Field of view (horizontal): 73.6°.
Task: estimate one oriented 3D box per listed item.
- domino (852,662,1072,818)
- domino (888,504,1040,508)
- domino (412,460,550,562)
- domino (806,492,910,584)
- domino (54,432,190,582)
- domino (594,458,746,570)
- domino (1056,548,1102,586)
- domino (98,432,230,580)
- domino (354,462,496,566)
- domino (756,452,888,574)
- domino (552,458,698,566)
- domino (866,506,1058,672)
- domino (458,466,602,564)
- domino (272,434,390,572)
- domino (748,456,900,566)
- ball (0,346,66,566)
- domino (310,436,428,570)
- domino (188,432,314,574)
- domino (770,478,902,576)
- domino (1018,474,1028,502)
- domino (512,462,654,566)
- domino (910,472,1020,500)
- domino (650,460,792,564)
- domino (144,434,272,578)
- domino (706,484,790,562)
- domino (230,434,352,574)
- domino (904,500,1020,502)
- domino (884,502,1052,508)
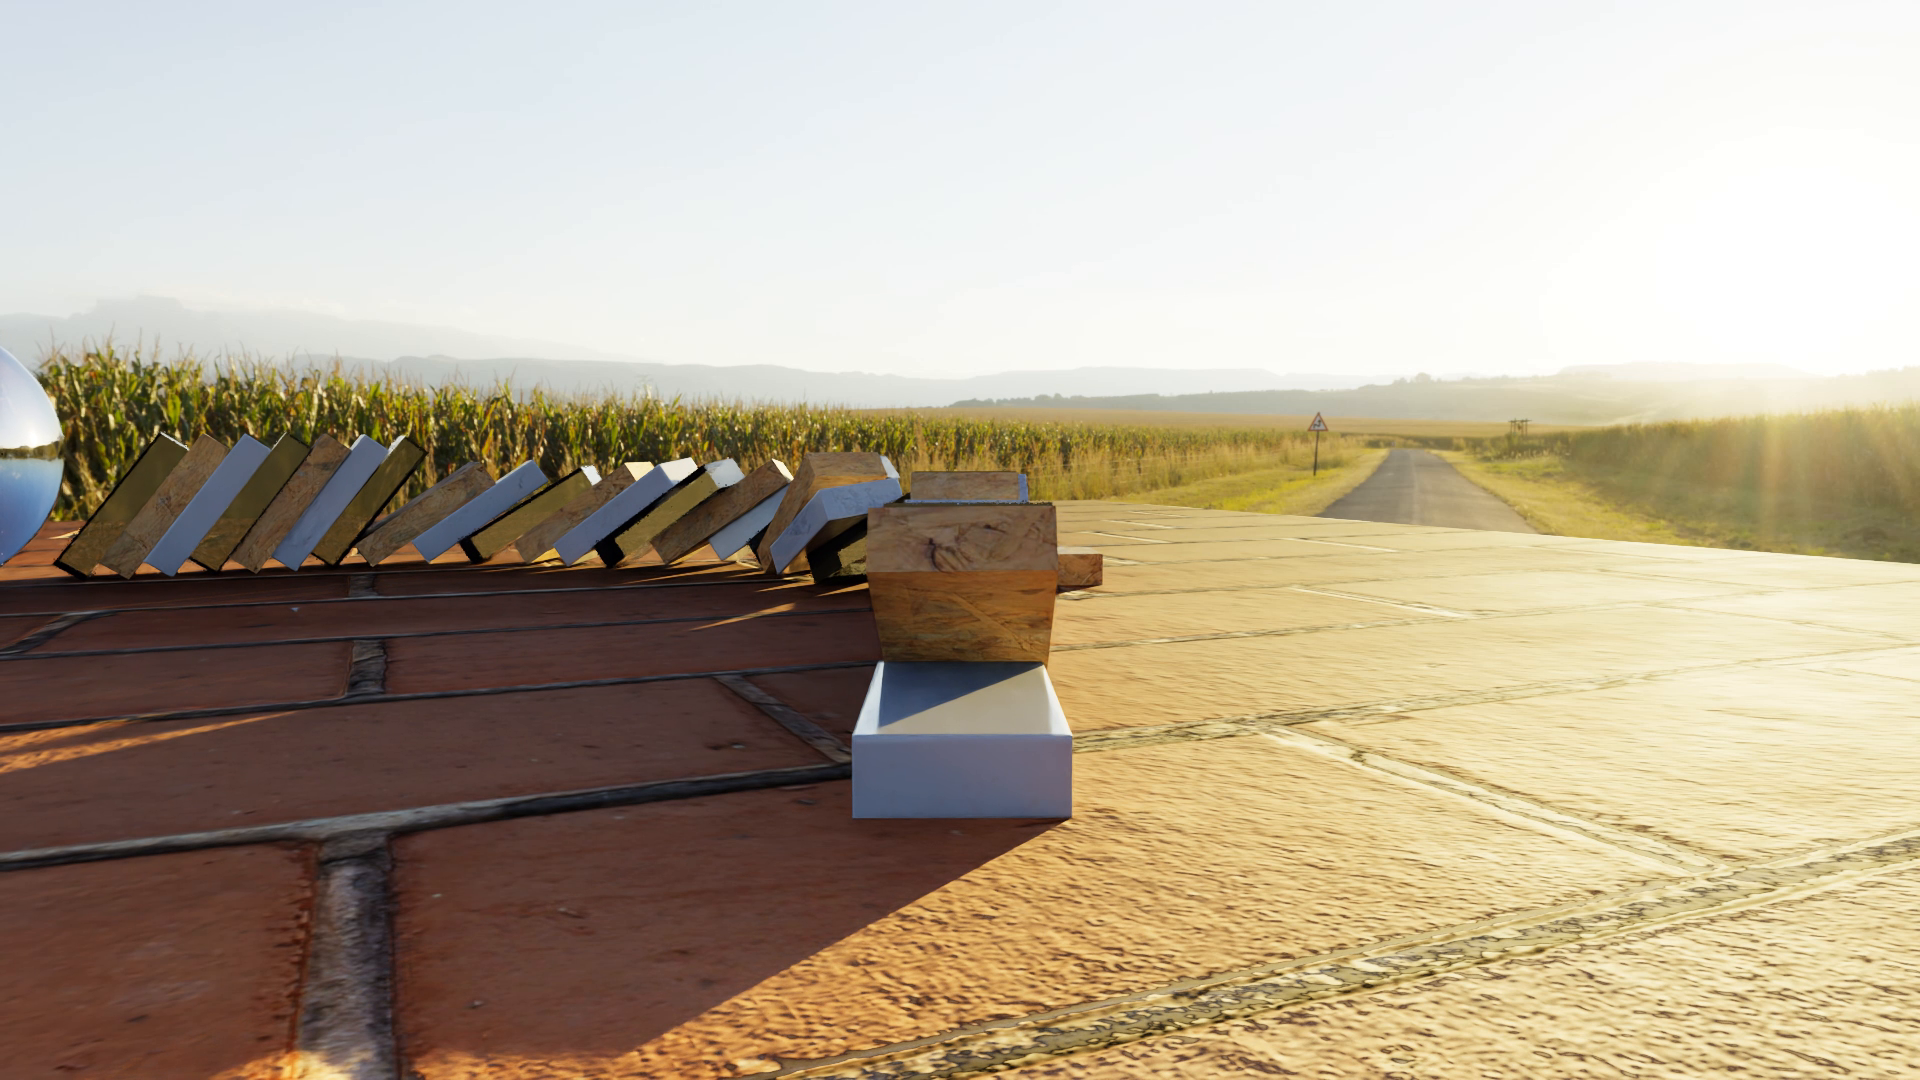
[{"bbox_3d":[0.000,0.025,0.171,0.025,0.010,0.050,0,4,0],"label":"domino"},{"bbox_3d":[0.000,0.009,0.231,0.025,0.009,0.050,0,-25,-1],"label":"domino"},{"bbox_3d":[-0.175,-0.011,0.467,0.050,0.010,0.025,-38,16,-18],"label":"domino"},{"bbox_3d":[-0.020,-0.001,0.383,0.025,0.010,0.050,-4,-18,-46],"label":"domino"},{"bbox_3d":[-0.268,-0.011,0.412,0.010,0.050,0.025,38,-14,-26],"label":"domino"},{"bbox_3d":[-0.099,-0.009,0.440,0.050,0.010,0.025,-34,0,15],"label":"domino"},{"bbox_3d":[0.017,0.008,0.397,0.050,0.009,0.025,0,4,-4],"label":"domino"},{"bbox_3d":[-0.257,-0.012,0.417,0.010,0.050,0.025,38,-15,-26],"label":"domino"},{"bbox_3d":[-0.192,-0.010,0.460,0.050,0.009,0.025,-39,20,-21],"label":"domino"},{"bbox_3d":[-0.045,-0.008,0.413,0.025,0.010,0.050,-3,-36,-33],"label":"domino"},{"bbox_3d":[-0.115,-0.010,0.447,0.050,0.010,0.025,-34,0,16],"label":"domino"},{"bbox_3d":[0.001,0.011,0.191,0.025,0.010,0.050,-1,-27,1],"label":"domino"},{"bbox_3d":[-0.154,-0.009,0.464,0.050,0.009,0.025,-32,7,-3],"label":"domino"},{"bbox_3d":[-0.217,-0.013,0.441,0.010,0.050,0.025,39,-14,-25],"label":"domino"},{"bbox_3d":[-0.046,-0.010,0.437,0.050,0.009,0.025,-39,-16,20],"label":"domino"},{"bbox_3d":[-0.293,-0.024,0.350,0.080,0.080,0.080,0,4,0],"label":"ball"},{"bbox_3d":[-0.207,-0.014,0.450,0.009,0.050,0.025,40,-15,-25],"label":"domino"},{"bbox_3d":[-0.237,-0.013,0.428,0.009,0.050,0.025,38,-15,-26],"label":"domino"},{"bbox_3d":[-0.038,-0.004,0.391,0.025,0.009,0.050,-11,-15,-29],"label":"domino"},{"bbox_3d":[0.003,-0.001,0.355,0.025,0.010,0.050,-1,-28,-7],"label":"domino"},{"bbox_3d":[-0.132,-0.010,0.459,0.050,0.010,0.025,-34,0,8],"label":"domino"},{"bbox_3d":[0.001,0.001,0.317,0.025,0.009,0.050,0,-29,0],"label":"domino"},{"bbox_3d":[-0.081,-0.010,0.446,0.050,0.010,0.025,-34,0,0],"label":"domino"},{"bbox_3d":[-0.247,-0.012,0.422,0.009,0.050,0.025,38,-14,-26],"label":"domino"},{"bbox_3d":[-0.063,-0.010,0.450,0.050,0.010,0.025,-34,-2,1],"label":"domino"},{"bbox_3d":[-0.227,-0.013,0.434,0.009,0.050,0.025,38,-14,-26],"label":"domino"},{"bbox_3d":[0.000,0.005,0.298,0.025,0.009,0.050,0,-22,0],"label":"domino"},{"bbox_3d":[0.001,0.010,0.210,0.025,0.010,0.050,0,-27,0],"label":"domino"}]
